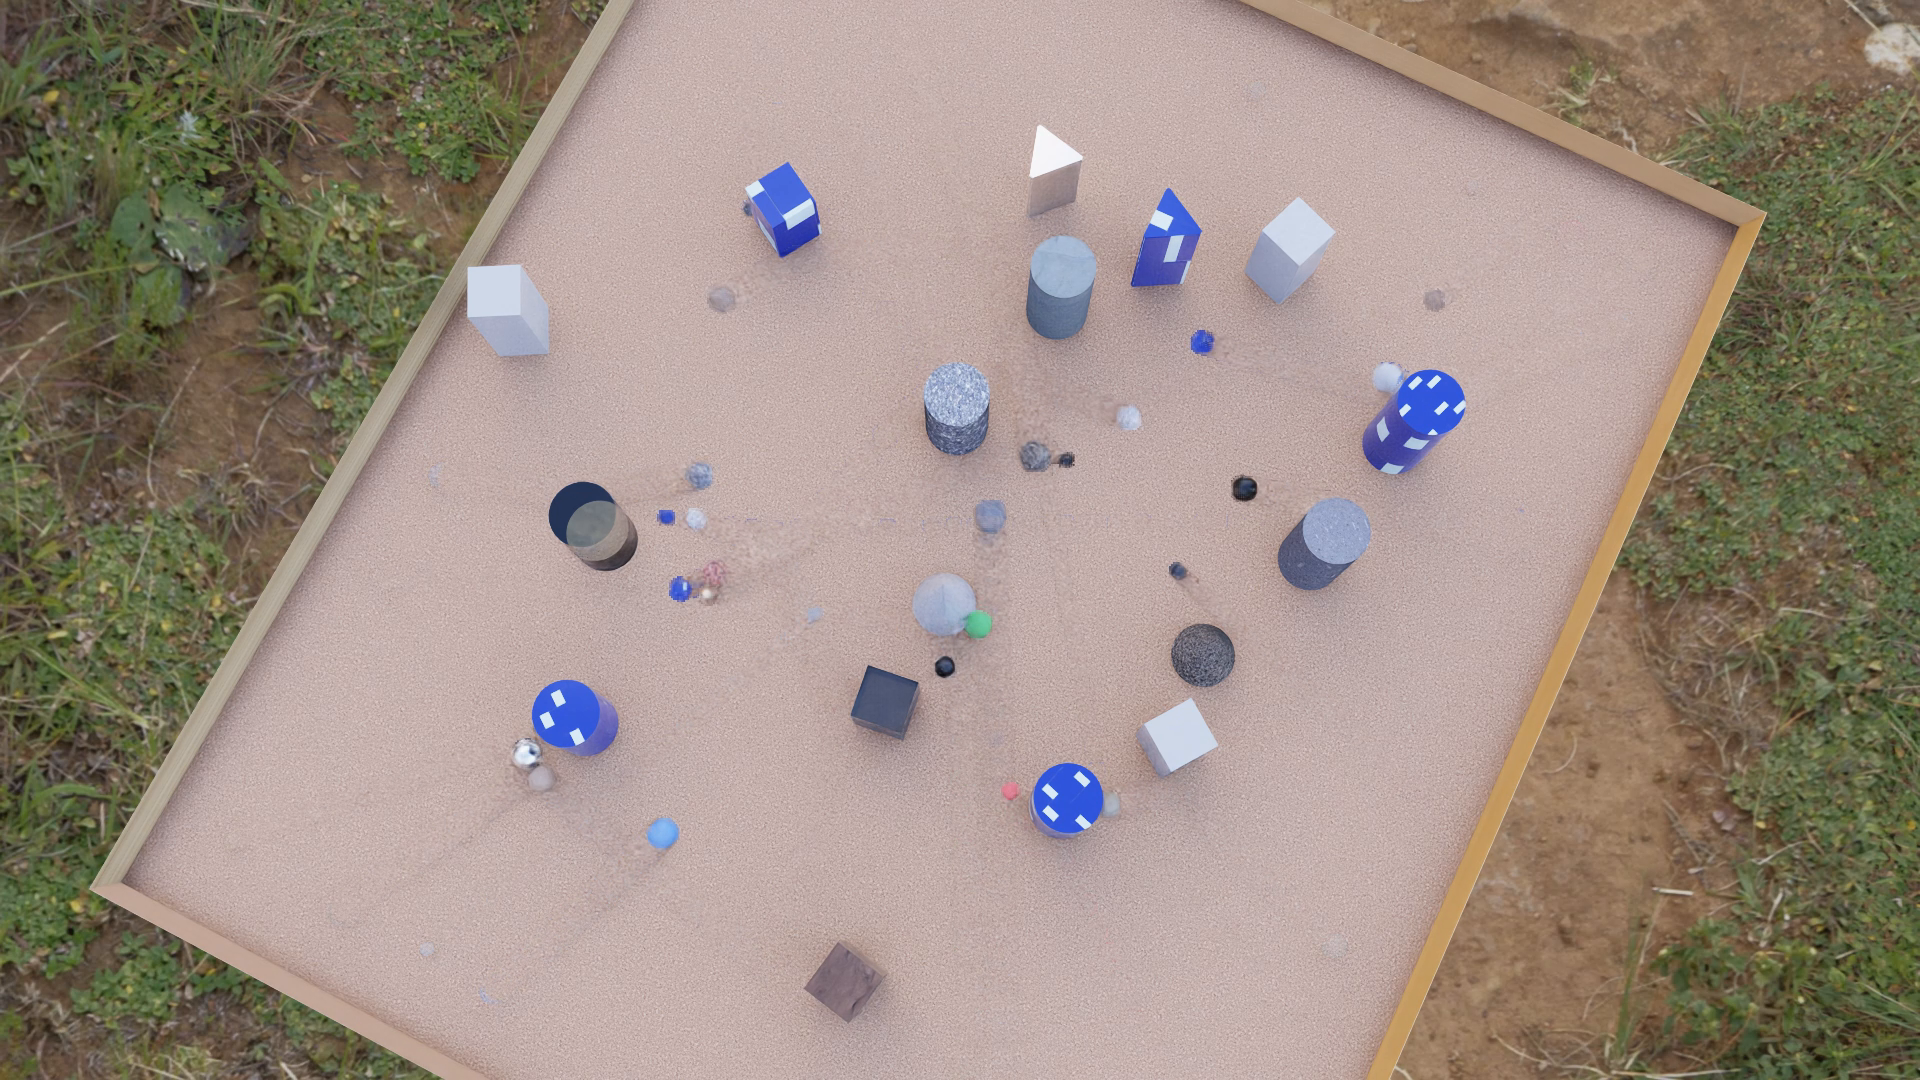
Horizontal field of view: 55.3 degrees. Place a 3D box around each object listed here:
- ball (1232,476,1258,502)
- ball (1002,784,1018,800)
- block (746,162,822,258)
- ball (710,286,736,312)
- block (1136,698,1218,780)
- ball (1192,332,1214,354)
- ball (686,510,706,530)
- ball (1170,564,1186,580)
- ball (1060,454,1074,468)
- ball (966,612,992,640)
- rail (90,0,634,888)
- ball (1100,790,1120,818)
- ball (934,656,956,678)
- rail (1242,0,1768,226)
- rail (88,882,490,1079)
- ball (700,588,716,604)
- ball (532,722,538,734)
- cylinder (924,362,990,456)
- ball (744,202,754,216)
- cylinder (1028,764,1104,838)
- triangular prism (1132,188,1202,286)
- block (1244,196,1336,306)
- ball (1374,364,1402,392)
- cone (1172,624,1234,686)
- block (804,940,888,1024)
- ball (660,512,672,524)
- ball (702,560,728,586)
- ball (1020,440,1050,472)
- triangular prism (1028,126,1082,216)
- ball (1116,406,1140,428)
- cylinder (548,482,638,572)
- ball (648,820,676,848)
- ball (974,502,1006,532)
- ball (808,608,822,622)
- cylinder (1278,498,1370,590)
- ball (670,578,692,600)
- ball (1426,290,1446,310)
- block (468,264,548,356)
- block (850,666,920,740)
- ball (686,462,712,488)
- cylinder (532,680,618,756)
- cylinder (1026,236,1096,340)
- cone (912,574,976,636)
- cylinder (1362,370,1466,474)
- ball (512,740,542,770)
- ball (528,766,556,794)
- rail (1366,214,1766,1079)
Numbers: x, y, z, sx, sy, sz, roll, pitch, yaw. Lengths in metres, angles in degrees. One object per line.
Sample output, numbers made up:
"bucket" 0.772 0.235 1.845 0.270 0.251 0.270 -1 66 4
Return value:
"ball" 0.872 -0.156 5.610 0.077 0.077 0.077 0 78 0
"ball" 0.150 0.748 5.438 0.045 0.045 0.045 0 78 0
"block" -0.545 -1.022 5.694 0.155 0.262 0.155 -33 80 -6
"ball" -0.743 -0.755 5.732 0.081 0.081 0.081 0 78 0
"block" 0.630 0.583 5.352 0.155 0.283 0.155 -28 80 -6
"ball" 0.759 -0.615 5.710 0.065 0.065 0.065 0 78 0
"ball" -0.805 -0.062 5.599 0.060 0.060 0.060 0 78 0
"ball" 0.665 0.097 5.571 0.049 0.049 0.049 0 78 0
"ball" 0.328 -0.246 5.645 0.043 0.043 0.043 0 78 0
"ball" 0.055 0.259 5.512 0.079 0.079 0.079 0 78 0
"rail" -1.574 -0.764 5.709 0.045 0.126 4.095 26 80 5
"ball" 0.436 0.780 5.416 0.077 0.077 0.077 0 78 0
"ball" -0.045 0.382 5.505 0.064 0.064 0.064 0 78 0
"rail" 0.905 -1.766 5.917 3.567 0.126 0.045 26 80 5
"rail" -0.905 1.779 5.183 3.567 0.126 0.045 26 80 5
"ball" -0.762 0.168 5.557 0.048 0.048 0.048 0 78 0
"ball" -1.247 0.557 5.472 0.058 0.058 0.058 0 78 0
"cylinder" -0.010 -0.391 5.522 0.193 0.343 0.193 0 78 0
"ball" -0.662 -1.051 5.810 0.046 0.046 0.046 0 78 0
"cylinder" 0.301 0.754 5.269 0.193 0.376 0.193 0 78 0
"triangular prism" 0.619 -0.922 5.589 0.167 0.428 0.145 -4 78 -1
"block" 1.007 -0.881 5.617 0.155 0.355 0.155 -43 81 -8
"ball" 1.327 -0.502 5.675 0.088 0.088 0.088 0 78 0
"cone" 0.735 0.311 5.364 0.193 0.368 0.193 0 78 0
"block" -0.319 1.245 5.178 0.155 0.355 0.155 36 81 7
"ball" -0.899 -0.067 5.609 0.041 0.041 0.041 0 78 0
"ball" -0.741 0.099 5.557 0.077 0.077 0.077 0 78 0
"ball" 0.230 -0.258 5.622 0.094 0.094 0.094 0 78 0
"triangular prism" 0.265 -1.155 5.689 0.167 0.325 0.145 -21 79 -4
"ball" 0.519 -0.379 5.658 0.072 0.072 0.072 0 78 0
"cylinder" -1.084 -0.036 5.436 0.193 0.368 0.193 0 78 0
"ball" -0.878 0.866 5.394 0.086 0.086 0.086 0 78 0
"ball" 0.093 -0.070 5.582 0.097 0.097 0.097 0 78 0
"ball" -0.439 0.228 5.548 0.041 0.041 0.041 0 78 0
"cylinder" 1.068 0.016 5.398 0.193 0.420 0.193 0 78 0
"ball" -0.846 0.149 5.554 0.063 0.063 0.063 0 78 0
"ball" 1.490 -0.753 5.742 0.059 0.059 0.059 0 78 0
"block" -1.368 -0.693 5.567 0.155 0.378 0.155 -3 78 -1
"block" -0.218 0.482 5.397 0.155 0.235 0.155 18 79 4
"ball" -0.801 -0.199 5.617 0.080 0.080 0.080 0 78 0
"cylinder" -1.122 0.523 5.359 0.193 0.293 0.193 0 78 0
"cylinder" 0.304 -0.763 5.573 0.193 0.394 0.193 0 78 0
"cone" -0.047 0.161 5.412 0.193 0.335 0.193 0 78 0
"cylinder" 1.343 -0.345 5.449 0.193 0.468 0.193 0 78 0
"ball" -1.288 0.640 5.440 0.087 0.087 0.087 0 78 0
"ball" -1.238 0.710 5.429 0.079 0.079 0.079 0 78 0
"rail" 1.574 0.777 5.391 0.045 0.126 4.095 26 80 5
